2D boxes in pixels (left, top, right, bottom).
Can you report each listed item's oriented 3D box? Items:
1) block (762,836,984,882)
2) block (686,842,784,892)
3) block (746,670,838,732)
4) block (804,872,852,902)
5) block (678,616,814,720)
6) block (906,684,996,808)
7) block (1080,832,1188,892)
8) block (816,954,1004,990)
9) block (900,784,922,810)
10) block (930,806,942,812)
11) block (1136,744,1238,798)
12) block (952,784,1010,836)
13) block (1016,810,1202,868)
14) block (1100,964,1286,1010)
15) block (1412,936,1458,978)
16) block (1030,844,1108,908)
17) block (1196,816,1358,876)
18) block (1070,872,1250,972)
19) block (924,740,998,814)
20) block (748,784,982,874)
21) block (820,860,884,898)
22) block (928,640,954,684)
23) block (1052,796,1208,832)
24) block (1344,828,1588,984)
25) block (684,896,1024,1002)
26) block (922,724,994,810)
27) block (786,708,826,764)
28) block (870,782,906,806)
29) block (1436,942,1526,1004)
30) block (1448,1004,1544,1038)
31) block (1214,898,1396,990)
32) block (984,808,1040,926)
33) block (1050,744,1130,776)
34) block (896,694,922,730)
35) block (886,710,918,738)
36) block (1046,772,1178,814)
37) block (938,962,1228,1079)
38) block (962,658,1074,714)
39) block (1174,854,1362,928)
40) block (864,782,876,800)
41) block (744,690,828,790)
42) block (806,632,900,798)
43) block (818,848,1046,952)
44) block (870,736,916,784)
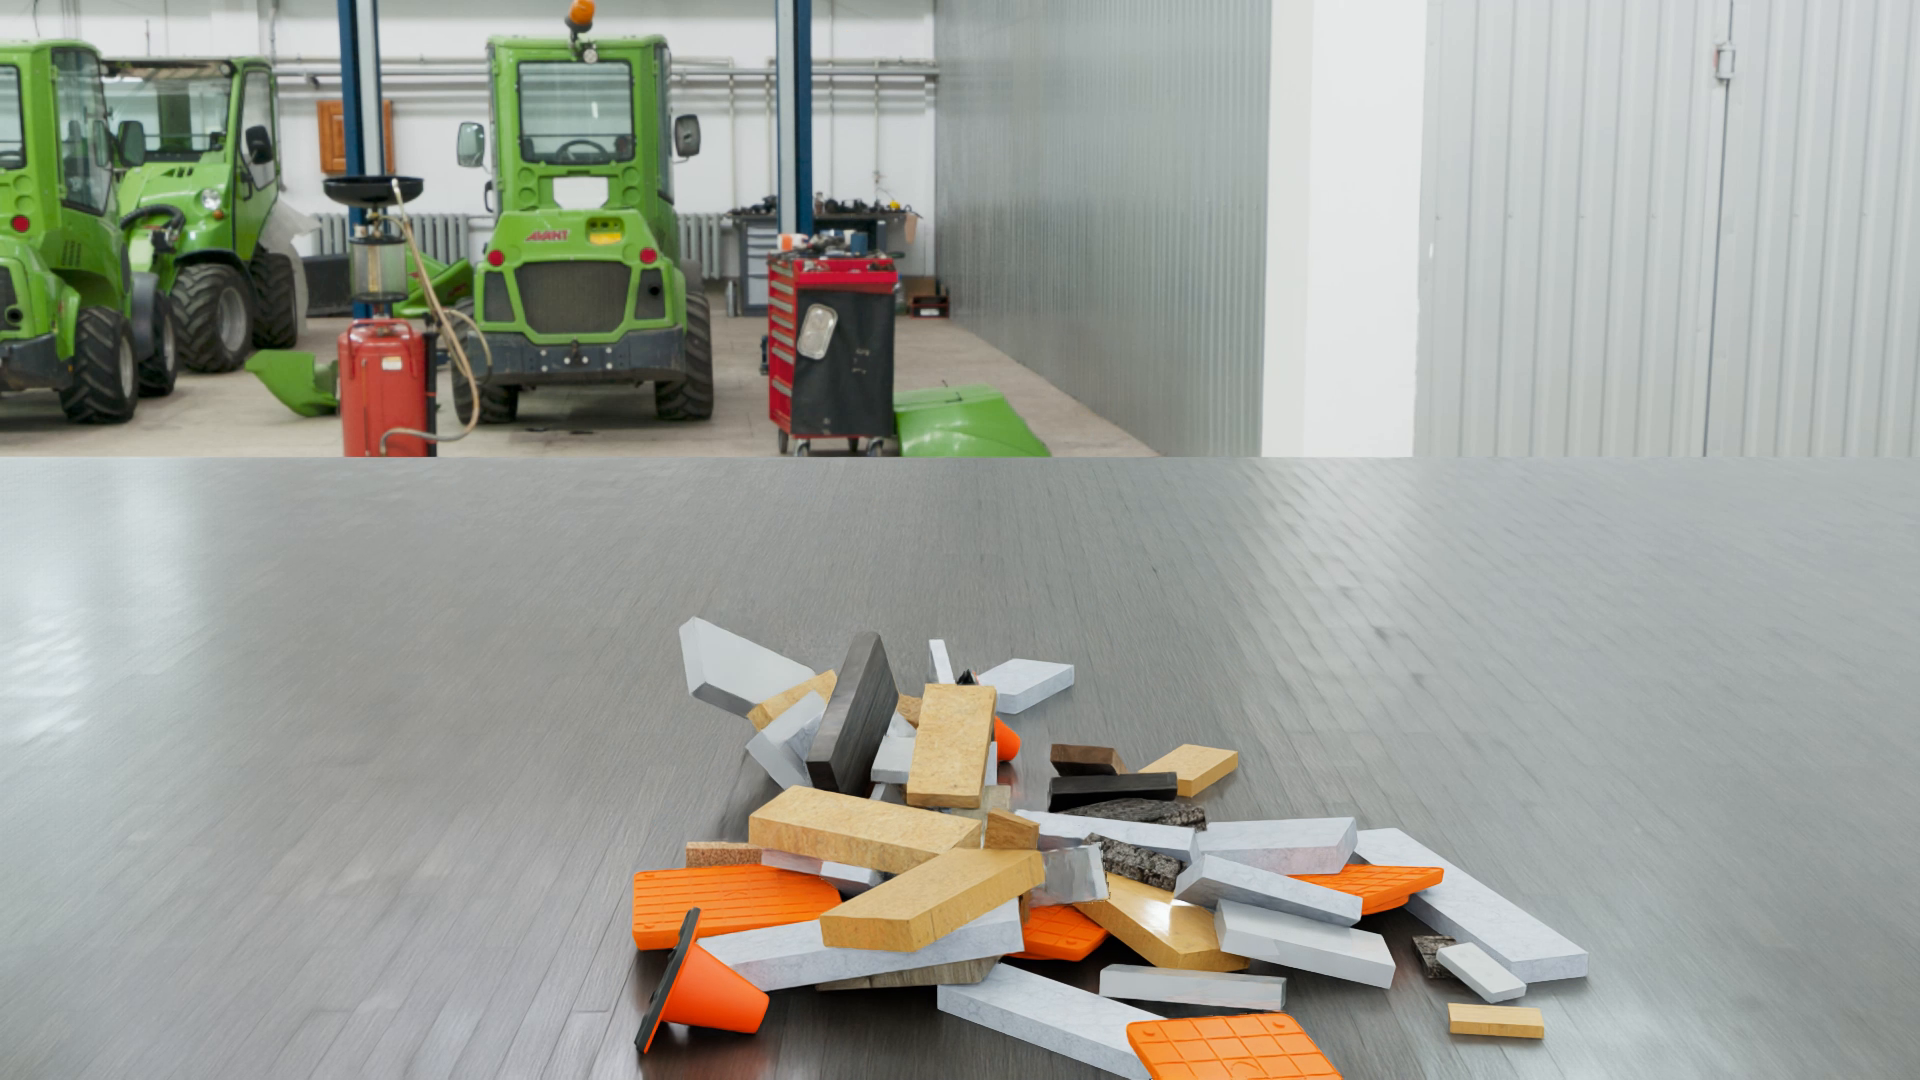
[{"bbox_3d":[-0.105,0.513,3.593,0.402,0.048,0.168,8,14,17],"label":"block"},{"bbox_3d":[-0.376,0.547,3.676,0.159,0.080,0.023,0,18,2],"label":"block"},{"bbox_3d":[-0.300,0.368,4.469,0.043,0.152,0.304,-40,-8,25],"label":"block"},{"bbox_3d":[-0.193,0.552,3.664,0.080,0.023,0.159,-46,33,-17],"label":"block"},{"bbox_3d":[-0.421,0.290,4.484,0.337,0.048,0.168,28,34,-40],"label":"block"},{"bbox_3d":[-0.013,0.360,3.864,0.126,0.036,0.252,1,44,9],"label":"block"},{"bbox_3d":[0.273,0.514,3.512,0.164,0.023,0.082,16,15,16],"label":"block"},{"bbox_3d":[-0.075,0.623,3.262,0.257,0.036,0.128,-7,6,19],"label":"block"},{"bbox_3d":[-0.056,0.463,4.076,0.029,0.104,0.208,34,1,-16],"label":"block"},{"bbox_3d":[-0.121,0.519,3.748,0.199,0.028,0.099,-24,8,5],"label":"block"},{"bbox_3d":[0.448,0.452,4.324,0.115,0.033,0.230,6,12,29],"label":"block"},{"bbox_3d":[0.034,0.505,3.760,0.099,0.028,0.199,0,44,2],"label":"block"},{"bbox_3d":[0.246,0.522,3.642,0.302,0.151,0.043,4,50,19],"label":"block"},{"bbox_3d":[0.338,0.645,3.174,0.256,0.036,0.128,2,-6,12],"label":"block"},{"bbox_3d":[0.735,0.637,3.364,0.064,0.018,0.128,0,11,0],"label":"block"},{"bbox_3d":[0.159,0.522,3.413,0.023,0.082,0.164,-6,-8,-41],"label":"block"},{"bbox_3d":[0.497,0.525,3.752,0.332,0.047,0.166,-5,8,22],"label":"block"},{"bbox_3d":[0.289,0.578,3.415,0.151,0.043,0.329,0,19,-37],"label":"block"},{"bbox_3d":[0.001,0.464,3.849,0.126,0.036,0.252,0,48,1],"label":"block"},{"bbox_3d":[-0.152,0.472,3.549,0.337,0.048,0.168,8,14,20],"label":"block"},{"bbox_3d":[-0.158,0.544,3.475,0.080,0.023,0.159,7,-20,18],"label":"block"},{"bbox_3d":[-0.015,0.359,4.264,0.029,0.104,0.496,-4,27,-7],"label":"block"},{"bbox_3d":[0.294,0.493,3.856,0.151,0.043,0.301,-9,0,-21],"label":"block"},{"bbox_3d":[0.797,0.586,3.588,0.129,0.036,0.629,-3,11,-16],"label":"block"},{"bbox_3d":[-0.152,0.596,3.238,0.488,0.047,0.166,-9,6,1],"label":"block"},{"bbox_3d":[-0.002,0.413,3.957,0.126,0.252,0.036,0,-14,1],"label":"block"},{"bbox_3d":[-0.219,0.398,4.296,0.046,0.163,0.326,-43,-2,17],"label":"block"},{"bbox_3d":[-0.129,0.486,3.984,0.025,0.087,0.175,-21,8,8],"label":"block"},{"bbox_3d":[0.774,0.643,3.269,0.064,0.018,0.128,-5,23,-26],"label":"block"},{"bbox_3d":[0.760,0.682,3.122,0.128,0.018,0.064,2,11,8],"label":"block"},{"bbox_3d":[0.517,0.608,3.317,0.257,0.036,0.129,13,11,-1],"label":"block"},{"bbox_3d":[0.073,0.505,3.392,0.082,0.164,0.023,16,16,34],"label":"block"},{"bbox_3d":[0.249,0.433,4.083,0.115,0.033,0.230,2,-23,17],"label":"block"},{"bbox_3d":[-0.174,0.363,4.686,0.304,0.043,0.152,11,14,23],"label":"block"},{"bbox_3d":[-0.104,0.408,4.370,0.029,0.104,0.208,-44,11,6],"label":"block"},{"bbox_3d":[0.279,0.467,4.054,0.230,0.033,0.115,-2,-26,-3],"label":"block"},{"bbox_3d":[0.166,0.679,3.089,0.423,0.036,0.128,10,14,42],"label":"block"},{"bbox_3d":[0.125,0.328,4.963,0.152,0.043,0.304,5,12,27],"label":"block"},{"bbox_3d":[0.474,0.552,3.388,0.257,0.036,0.129,16,-27,-8],"label":"block"},{"bbox_3d":[-0.159,0.441,4.145,0.087,0.025,0.175,37,39,9],"label":"block"},{"bbox_3d":[-0.294,0.403,4.265,0.046,0.163,0.326,-43,-2,17],"label":"block"},{"bbox_3d":[-0.196,0.349,4.076,0.046,0.163,0.364,-3,36,18],"label":"block"},{"bbox_3d":[-0.037,0.528,3.249,0.166,0.047,0.332,-4,8,37],"label":"block"},{"bbox_3d":[-0.110,0.407,4.062,0.087,0.025,0.175,4,15,5],"label":"block"}]
